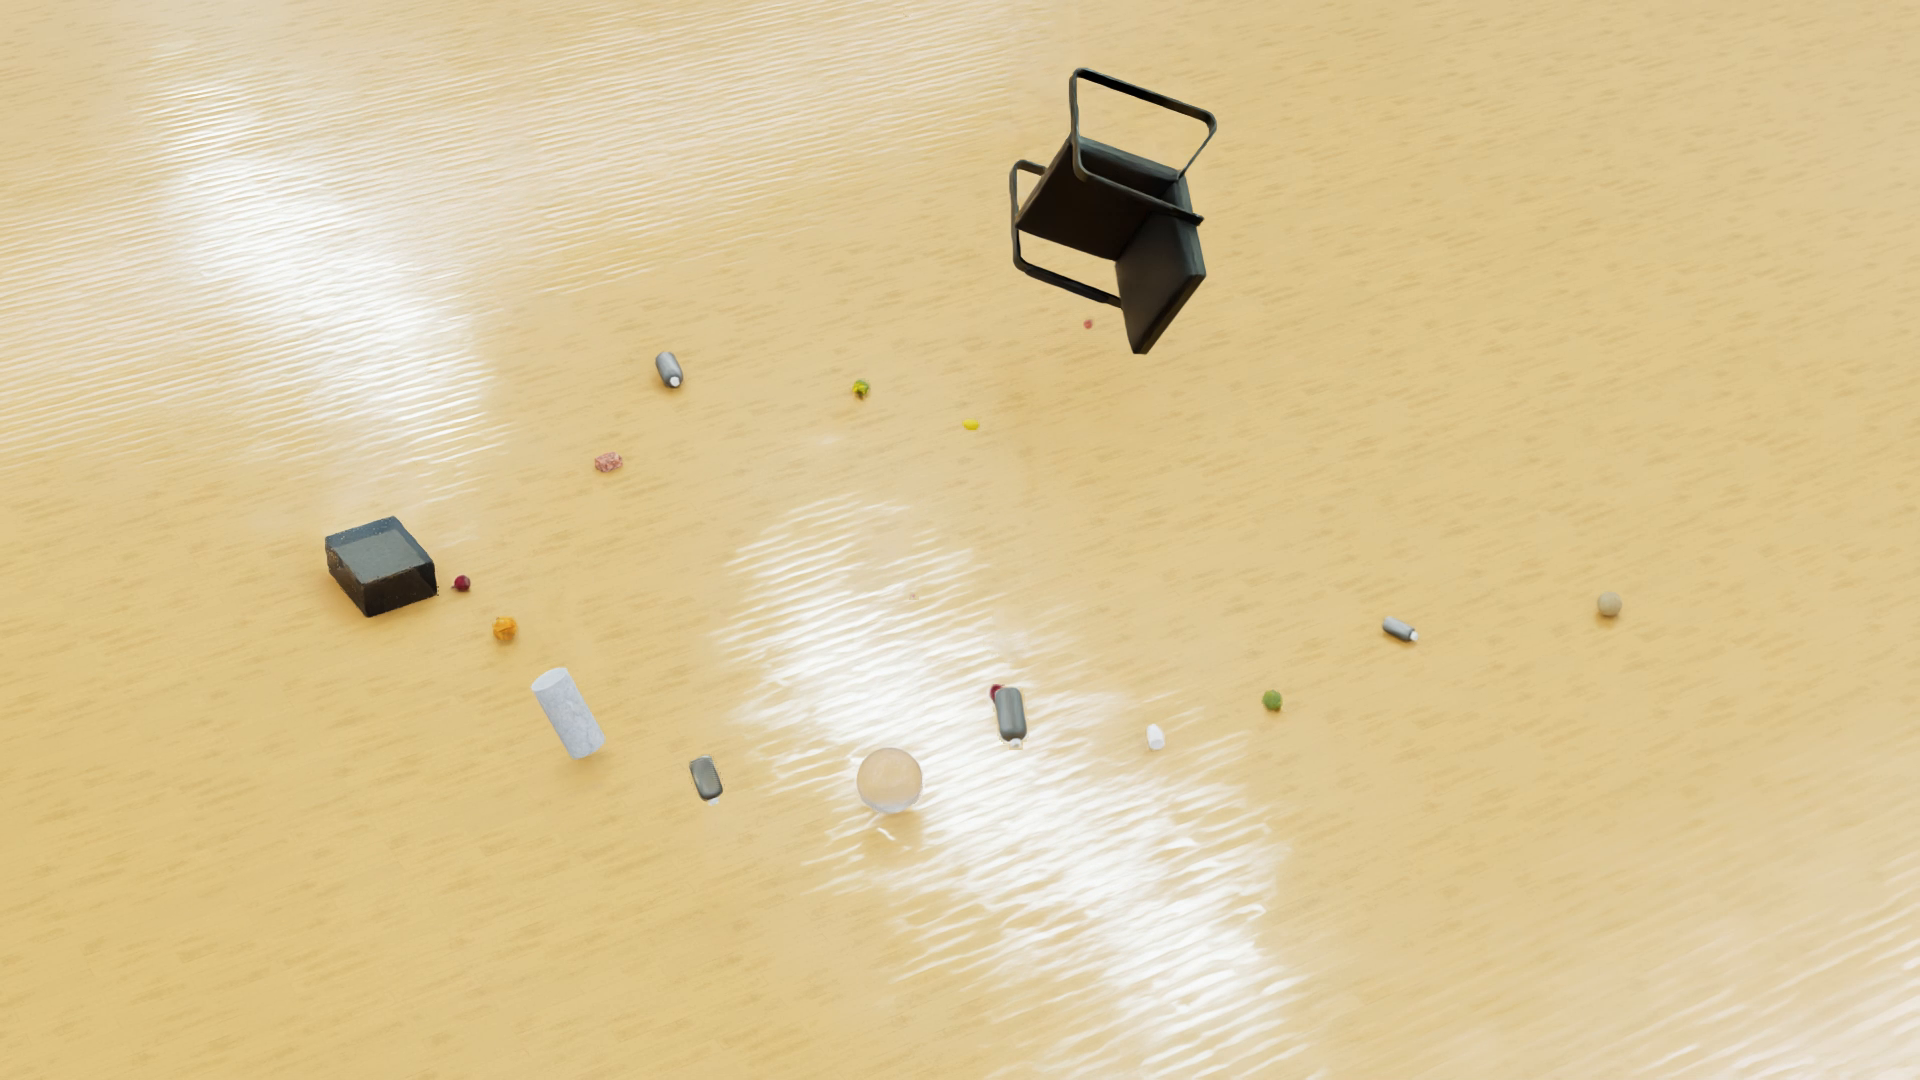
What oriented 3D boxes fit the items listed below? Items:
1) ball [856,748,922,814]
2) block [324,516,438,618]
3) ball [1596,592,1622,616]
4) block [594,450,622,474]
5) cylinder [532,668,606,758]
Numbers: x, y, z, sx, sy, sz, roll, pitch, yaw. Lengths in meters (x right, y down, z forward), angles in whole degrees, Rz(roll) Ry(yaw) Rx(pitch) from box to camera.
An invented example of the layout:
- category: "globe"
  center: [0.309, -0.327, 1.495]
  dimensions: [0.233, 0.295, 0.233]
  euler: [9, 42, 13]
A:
- category: "ball"
  center: [-0.230, 0.784, 9.557]
  dimensions: [0.217, 0.217, 0.217]
  euler: [0, 33, 0]
- category: "block"
  center: [-2.107, 0.095, 10.663]
  dimensions: [0.275, 0.150, 0.357]
  euler: [-19, 38, -27]
- category: "ball"
  center: [2.330, 0.228, 10.517]
  dimensions: [0.089, 0.089, 0.089]
  euler: [0, 33, 0]
- category: "block"
  center: [-1.362, -0.302, 11.366]
  dimensions: [0.085, 0.040, 0.064]
  euler: [-24, 40, -32]
- category: "cylinder"
  center: [-1.298, 0.574, 9.725]
  dimensions: [0.132, 0.282, 0.128]
  euler: [-31, 24, -12]
